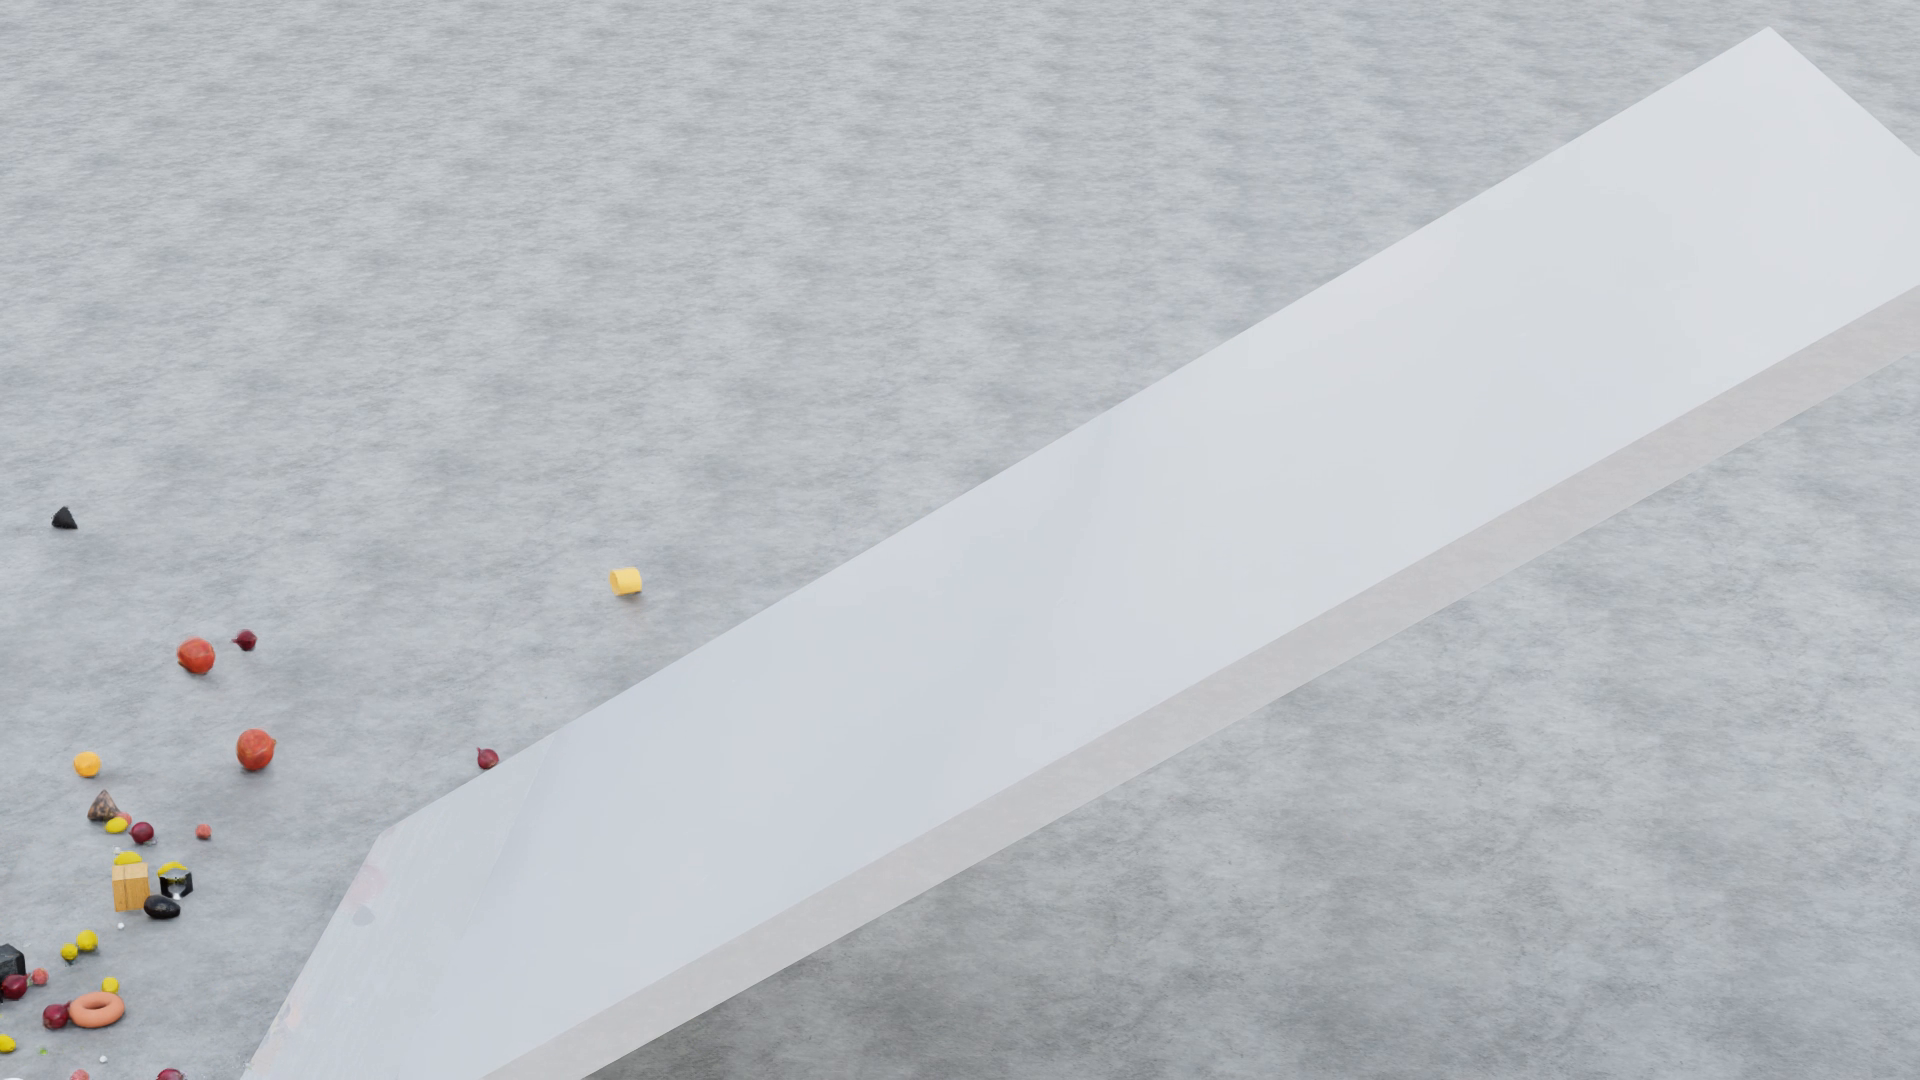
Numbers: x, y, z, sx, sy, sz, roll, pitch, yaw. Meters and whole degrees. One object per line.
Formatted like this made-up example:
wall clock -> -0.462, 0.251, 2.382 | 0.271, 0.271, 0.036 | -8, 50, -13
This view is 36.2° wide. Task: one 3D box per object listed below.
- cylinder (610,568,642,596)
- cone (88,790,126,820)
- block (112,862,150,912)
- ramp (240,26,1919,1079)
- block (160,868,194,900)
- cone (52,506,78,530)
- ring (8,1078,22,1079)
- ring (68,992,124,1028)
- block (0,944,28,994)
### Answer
cylinder -> -1.086, 0.136, 9.559 | 0.078, 0.078, 0.078 | -10, 22, -25
cone -> -2.293, 0.735, 7.947 | 0.091, 0.091, 0.091 | 29, 23, 1
block -> -2.105, 0.881, 7.472 | 0.087, 0.087, 0.087 | -5, 20, -14
ramp -> 0.141, 0.169, 6.291 | 4.000, 0.100, 2.000 | -30, 15, 13
block -> -2.004, 0.879, 7.524 | 0.056, 0.056, 0.056 | 8, 21, 22
cone -> -3.078, -0.059, 10.165 | 0.082, 0.082, 0.082 | 34, 27, 7
ring -> -2.125, 1.232, 6.584 | 0.081, 0.027, 0.081 | 1, 21, 0
ring -> -2.031, 1.104, 6.917 | 0.128, 0.043, 0.128 | 1, 21, 0
block -> -2.301, 1.031, 7.065 | 0.080, 0.080, 0.080 | -18, 27, -41
